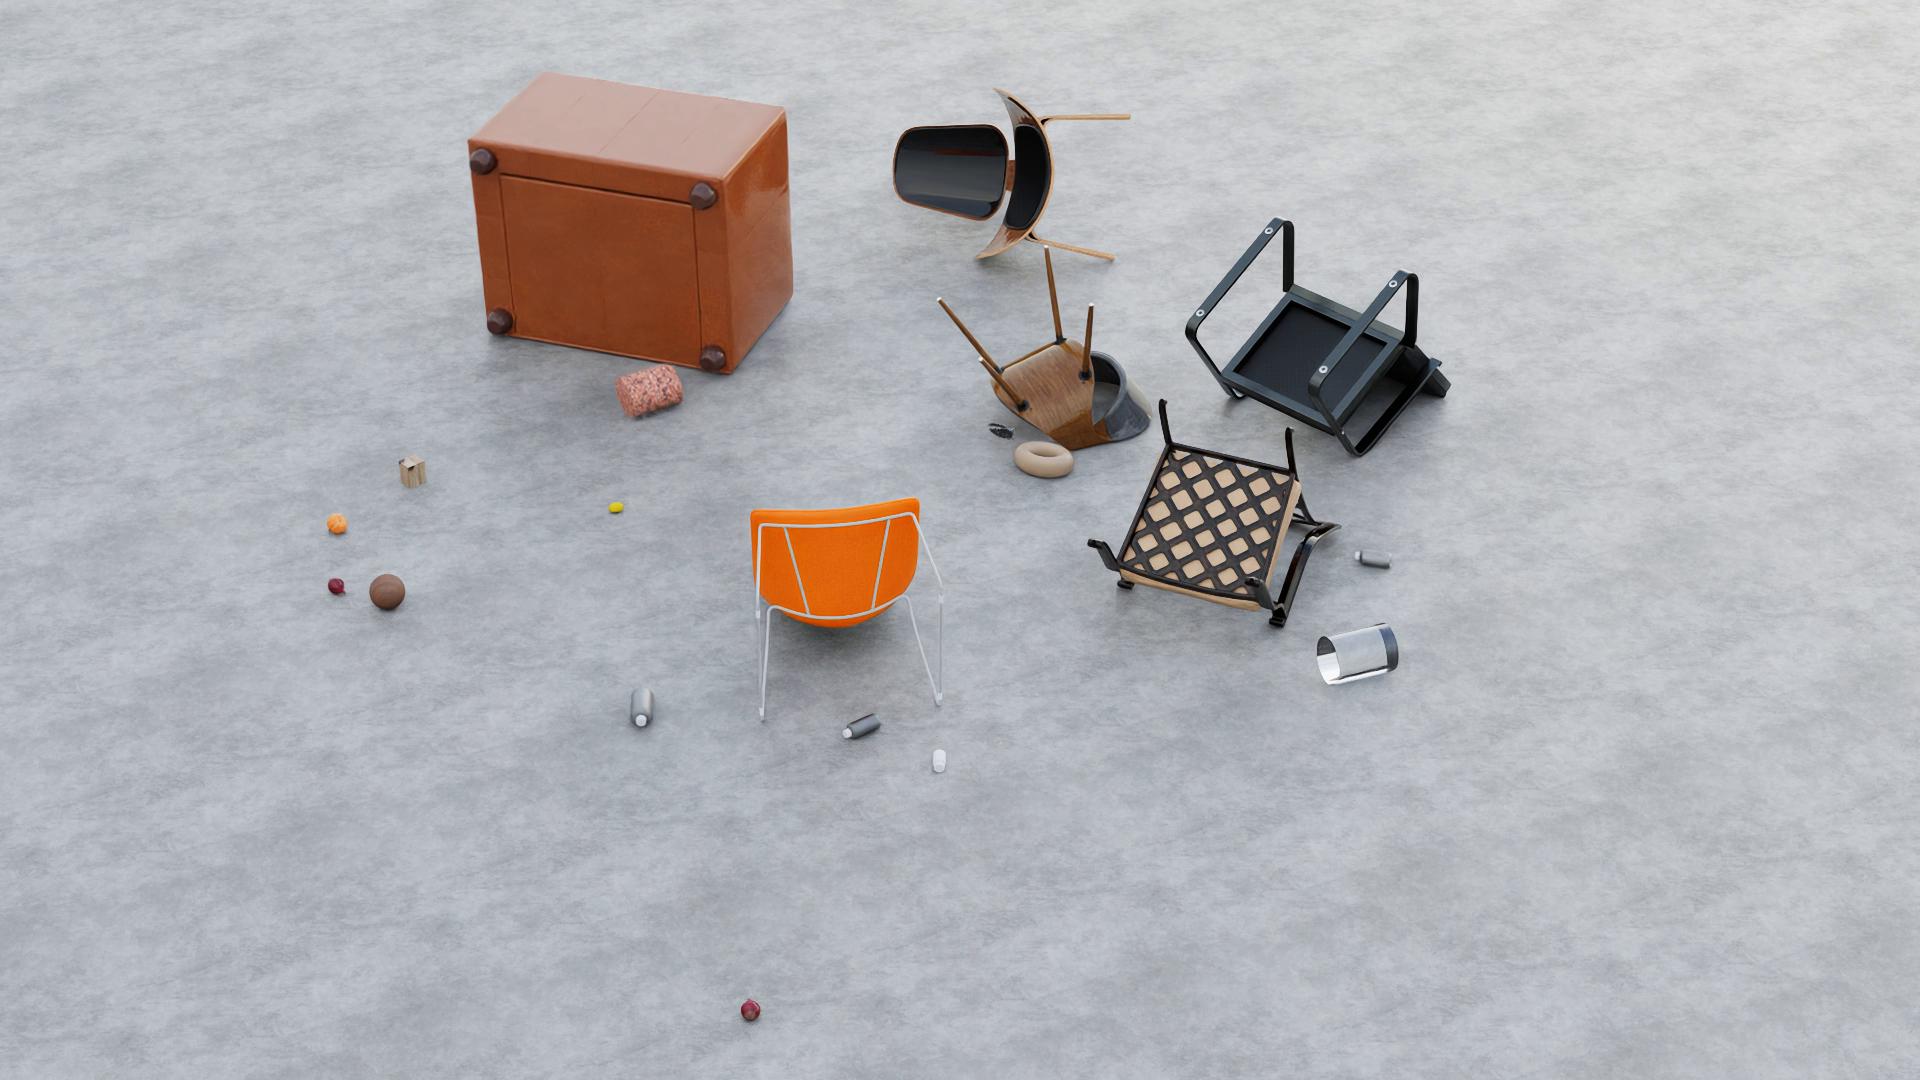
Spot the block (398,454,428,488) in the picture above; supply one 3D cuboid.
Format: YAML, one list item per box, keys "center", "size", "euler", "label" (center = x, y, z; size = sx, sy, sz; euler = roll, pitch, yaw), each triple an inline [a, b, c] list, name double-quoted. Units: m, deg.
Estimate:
- center: [-2.101, -0.263, 11.257]
  size: [0.075, 0.095, 0.066]
  euler: [-26, 42, -34]
  label: "block"

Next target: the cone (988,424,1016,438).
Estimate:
- center: [0.191, -0.440, 11.589]
  size: [0.130, 0.050, 0.099]
  euler: [23, 25, 36]
  label: "cone"

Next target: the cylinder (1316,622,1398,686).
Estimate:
- center: [1.381, 0.396, 10.183]
  size: [0.230, 0.178, 0.169]
  euler: [-12, 35, -18]
  label: "cylinder"

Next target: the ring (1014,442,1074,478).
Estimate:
- center: [0.325, -0.311, 11.340]
  size: [0.242, 0.087, 0.170]
  euler: [13, 34, 17]
  label: "ring"

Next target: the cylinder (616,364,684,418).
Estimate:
- center: [-1.241, -0.595, 11.715]
  size: [0.218, 0.136, 0.167]
  euler: [-19, 72, -27]
  label: "cylinder"
